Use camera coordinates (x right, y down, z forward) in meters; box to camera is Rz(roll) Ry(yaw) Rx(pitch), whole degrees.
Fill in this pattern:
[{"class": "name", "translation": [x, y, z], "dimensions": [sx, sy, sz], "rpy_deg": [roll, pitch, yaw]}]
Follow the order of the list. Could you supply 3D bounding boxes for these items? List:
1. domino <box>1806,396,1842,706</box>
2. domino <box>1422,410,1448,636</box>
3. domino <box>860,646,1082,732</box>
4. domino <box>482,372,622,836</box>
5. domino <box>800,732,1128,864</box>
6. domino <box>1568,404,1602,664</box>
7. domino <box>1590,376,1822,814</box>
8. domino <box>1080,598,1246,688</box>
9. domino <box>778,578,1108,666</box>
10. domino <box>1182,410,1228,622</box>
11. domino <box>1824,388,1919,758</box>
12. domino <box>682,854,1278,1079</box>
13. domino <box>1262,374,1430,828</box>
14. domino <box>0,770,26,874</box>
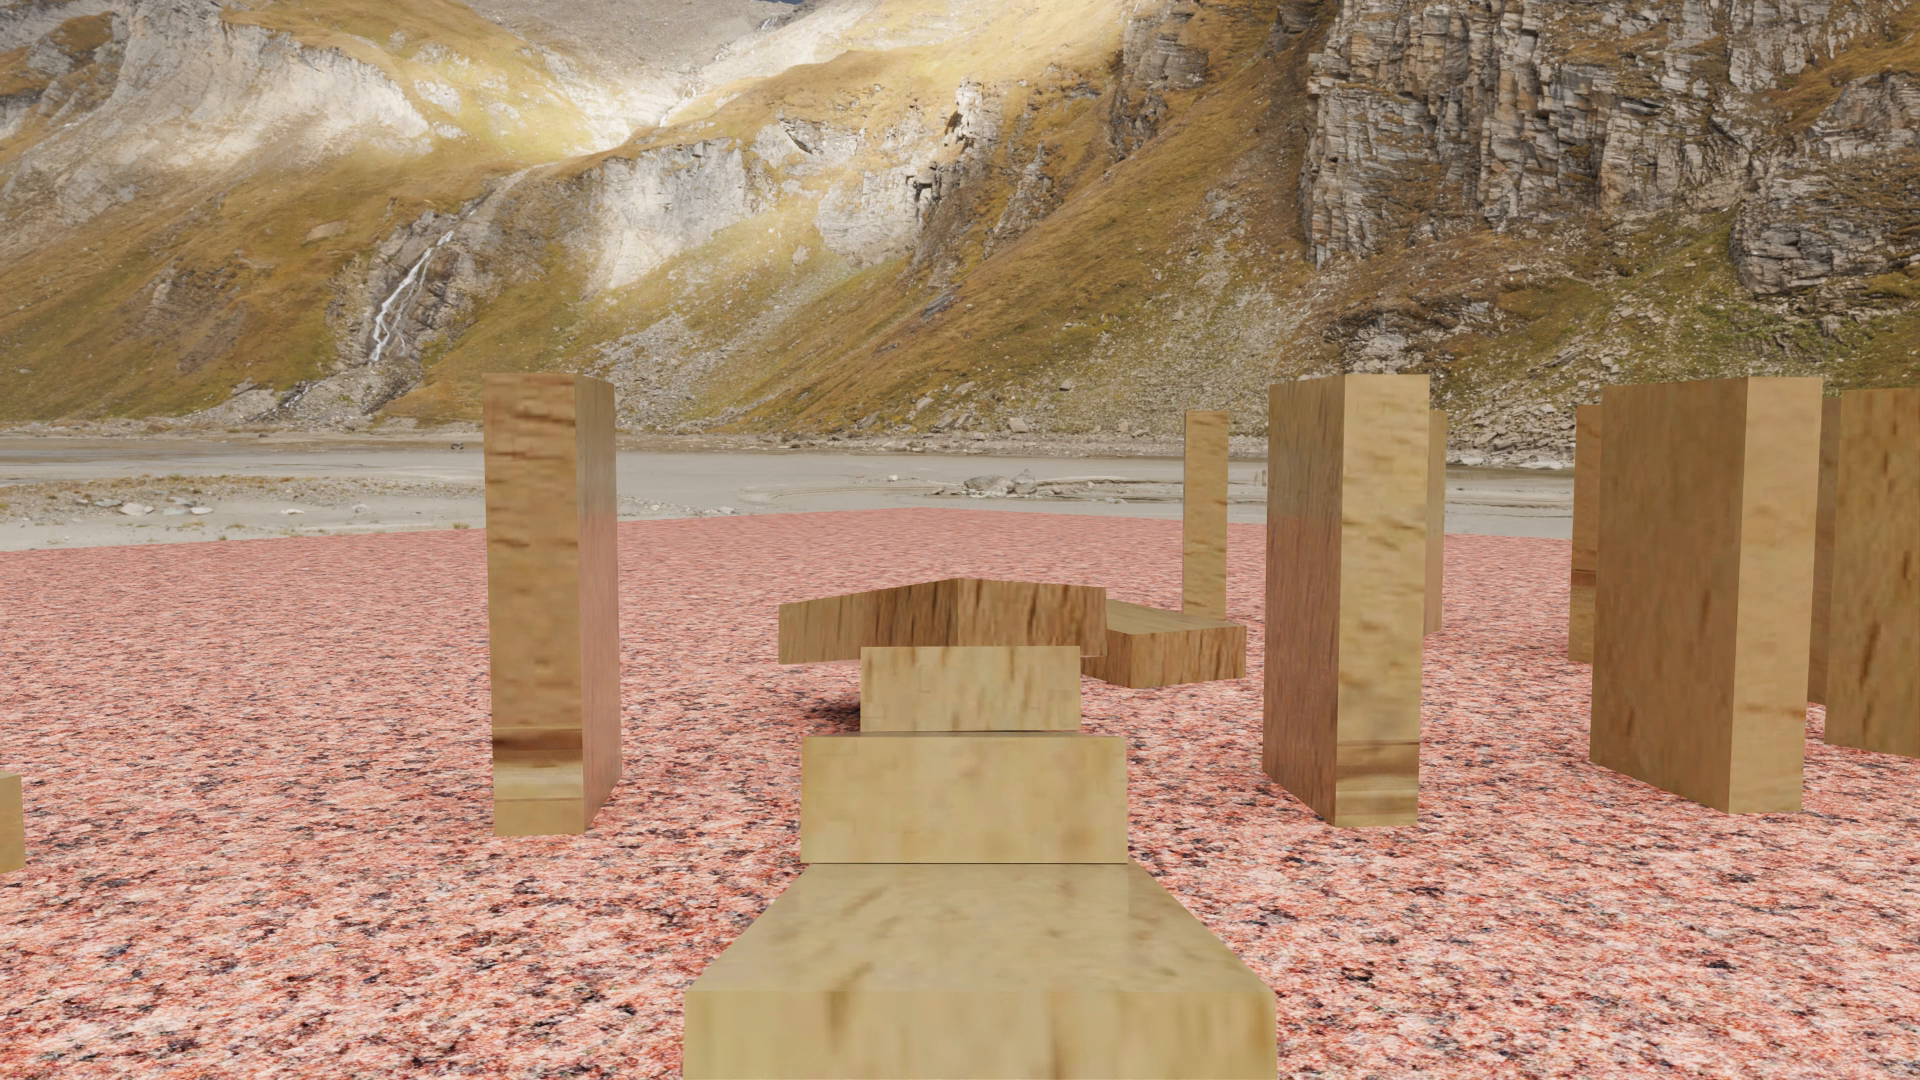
[{"class": "domino", "translation": [0.152, 0.002, 0.213], "dimensions": [0.025, 0.050, 0.009], "rpy_deg": [-1, 4, -9]}, {"class": "domino", "translation": [0.100, -0.004, 0.286], "dimensions": [0.009, 0.050, 0.025], "rpy_deg": [3, 5, 36]}, {"class": "domino", "translation": [0.000, 0.020, 0.170], "dimensions": [0.025, 0.009, 0.050], "rpy_deg": [0, -7, -2]}, {"class": "domino", "translation": [-0.047, 0.006, 0.150], "dimensions": [0.009, 0.050, 0.025], "rpy_deg": [0, 4, -6]}, {"class": "domino", "translation": [0.000, 0.023, 0.123], "dimensions": [0.025, 0.010, 0.050], "rpy_deg": [0, -8, 0]}, {"class": "domino", "translation": [0.133, -0.002, 0.254], "dimensions": [0.025, 0.050, 0.010], "rpy_deg": [-3, 5, -36]}, {"class": "domino", "translation": [0.091, 0.006, 0.159], "dimensions": [0.010, 0.050, 0.025], "rpy_deg": [-1, 4, -9]}, {"class": "domino", "translation": [0.030, 0.019, 0.250], "dimensions": [0.025, 0.010, 0.050], "rpy_deg": [-2, 5, -27]}, {"class": "domino", "translation": [-0.004, 0.013, 0.191], "dimensions": [0.025, 0.010, 0.050], "rpy_deg": [5, -9, -35]}, {"class": "domino", "translation": [0.058, -0.005, 0.305], "dimensions": [0.009, 0.050, 0.025], "rpy_deg": [1, 4, 9]}, {"class": "domino", "translation": [0.134, 0.005, 0.174], "dimensions": [0.009, 0.050, 0.025], "rpy_deg": [-3, 5, -36]}, {"class": "domino", "translation": [0.001, 0.027, 0.079], "dimensions": [0.025, 0.009, 0.050], "rpy_deg": [0, -7, 0]}, {"class": "domino", "translation": [0.045, 0.006, 0.153], "dimensions": [0.010, 0.050, 0.025], "rpy_deg": [0, 4, -5]}, {"class": "domino", "translation": [-0.117, 0.029, 0.112], "dimensions": [0.025, 0.010, 0.050], "rpy_deg": [2, 5, 28]}]
